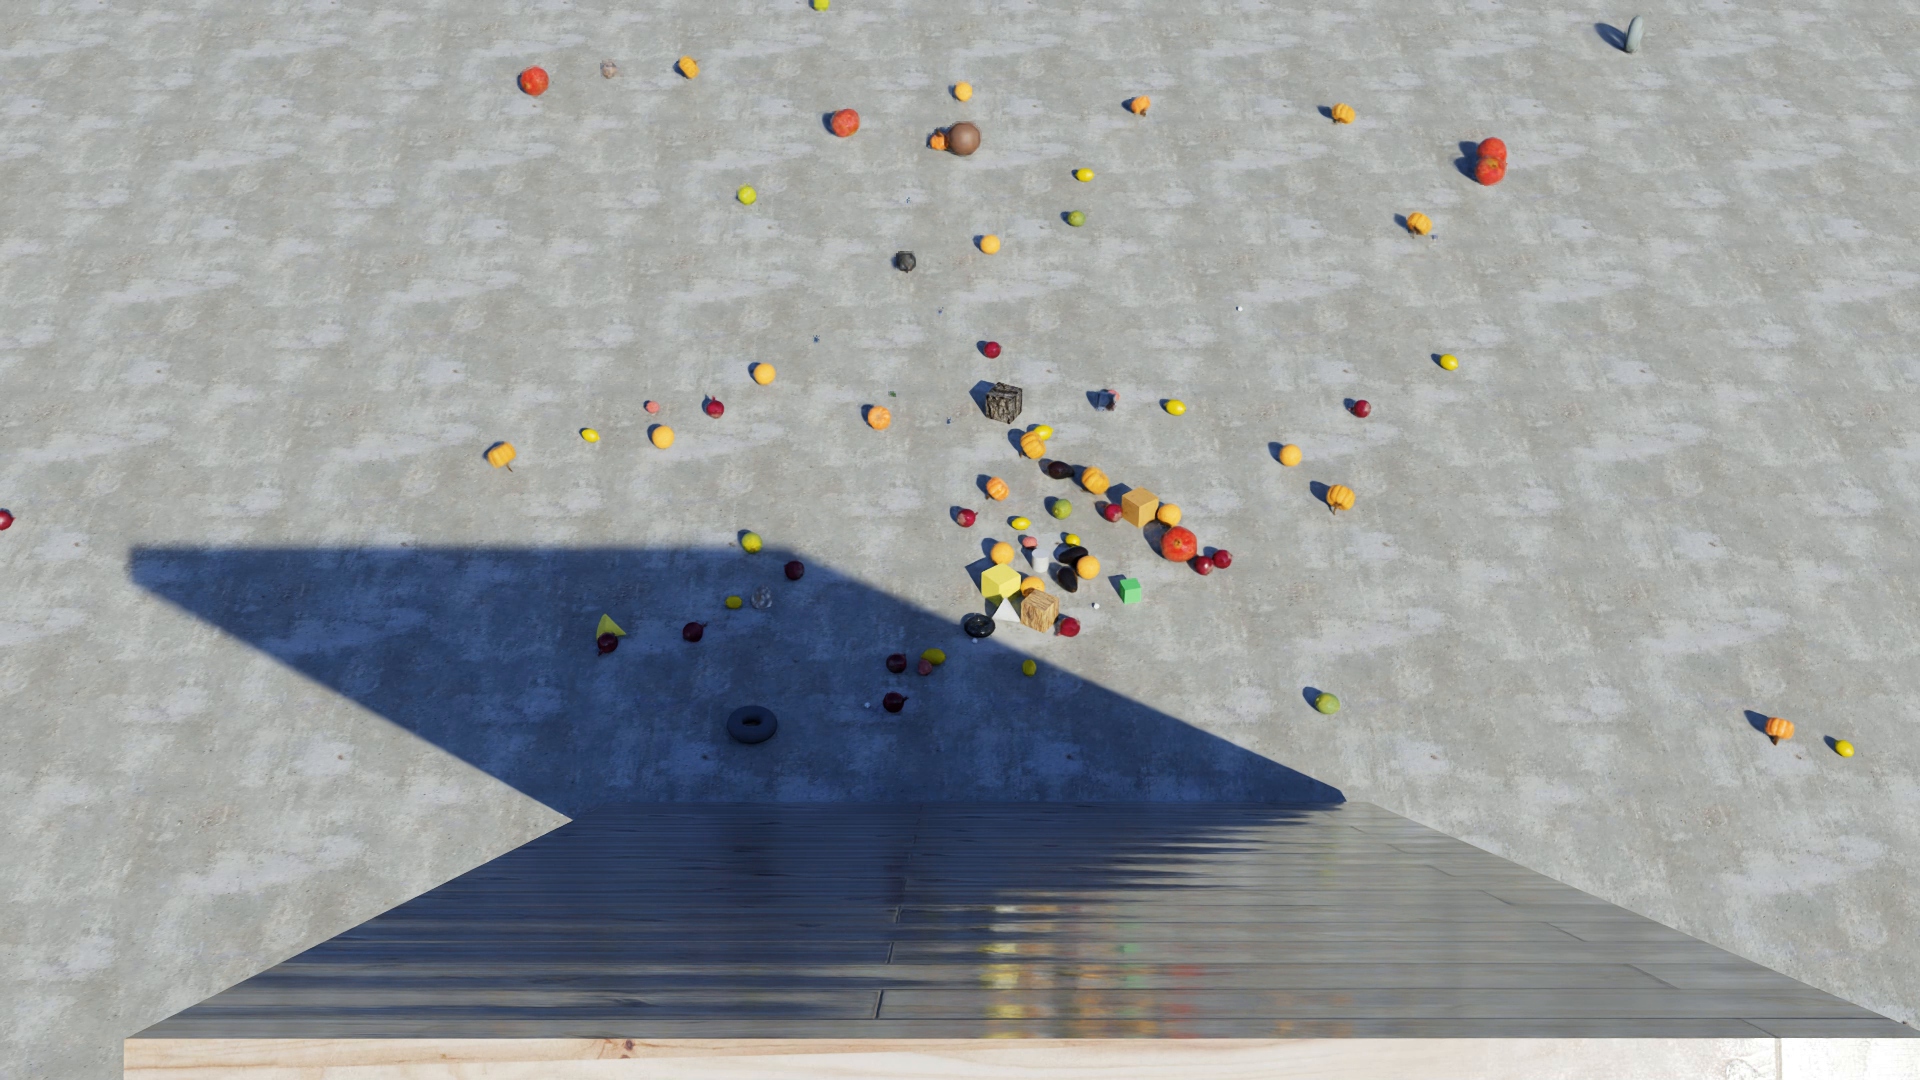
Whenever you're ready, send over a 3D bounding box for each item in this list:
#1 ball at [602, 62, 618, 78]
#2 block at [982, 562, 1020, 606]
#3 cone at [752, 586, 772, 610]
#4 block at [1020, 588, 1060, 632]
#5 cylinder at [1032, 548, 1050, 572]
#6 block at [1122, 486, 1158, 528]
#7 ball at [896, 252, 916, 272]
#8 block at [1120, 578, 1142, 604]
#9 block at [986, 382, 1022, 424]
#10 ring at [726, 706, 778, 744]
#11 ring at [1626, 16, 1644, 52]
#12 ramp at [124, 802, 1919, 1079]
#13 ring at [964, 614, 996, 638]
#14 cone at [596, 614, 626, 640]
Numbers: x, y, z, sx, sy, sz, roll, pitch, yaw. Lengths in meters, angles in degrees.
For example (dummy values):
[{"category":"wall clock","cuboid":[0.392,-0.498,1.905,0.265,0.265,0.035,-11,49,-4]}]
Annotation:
[{"category":"ball","cuboid":[-1.427,-1.913,10.578,0.066,0.066,0.066,0,36,0]},{"category":"block","cuboid":[0.121,0.133,7.708,0.081,0.081,0.081,-25,43,-31]},{"category":"cone","cuboid":[-0.602,0.168,7.702,0.069,0.069,0.069,-23,15,-29]},{"category":"block","cuboid":[0.234,0.207,7.605,0.080,0.080,0.080,22,41,27]},{"category":"cylinder","cuboid":[0.243,0.061,7.834,0.052,0.052,0.052,0,36,0]},{"category":"block","cuboid":[0.556,-0.101,8.036,0.080,0.080,0.080,-25,43,-31]},{"category":"ball","cuboid":[-0.191,-0.993,9.289,0.071,0.071,0.071,0,36,0]},{"category":"block","cuboid":[0.505,0.151,7.709,0.051,0.051,0.051,-9,37,-12]},{"category":"block","cuboid":[0.145,-0.449,8.514,0.089,0.089,0.089,17,39,22]},{"category":"ring","cuboid":[-0.577,0.512,7.210,0.141,0.047,0.141,1,35,-1]},{"category":"ring","cuboid":[2.795,-2.096,10.763,0.050,0.149,0.149,17,39,18]},{"category":"ramp","cuboid":[0.078,0.671,4.861,2.000,0.100,4.000,0,-2,0]},{"category":"ring","cuboid":[0.058,0.252,7.586,0.092,0.031,0.092,-1,35,1]},{"category":"cone","cuboid":[-1.007,0.264,7.565,0.079,0.079,0.079,19,31,-20]}]
